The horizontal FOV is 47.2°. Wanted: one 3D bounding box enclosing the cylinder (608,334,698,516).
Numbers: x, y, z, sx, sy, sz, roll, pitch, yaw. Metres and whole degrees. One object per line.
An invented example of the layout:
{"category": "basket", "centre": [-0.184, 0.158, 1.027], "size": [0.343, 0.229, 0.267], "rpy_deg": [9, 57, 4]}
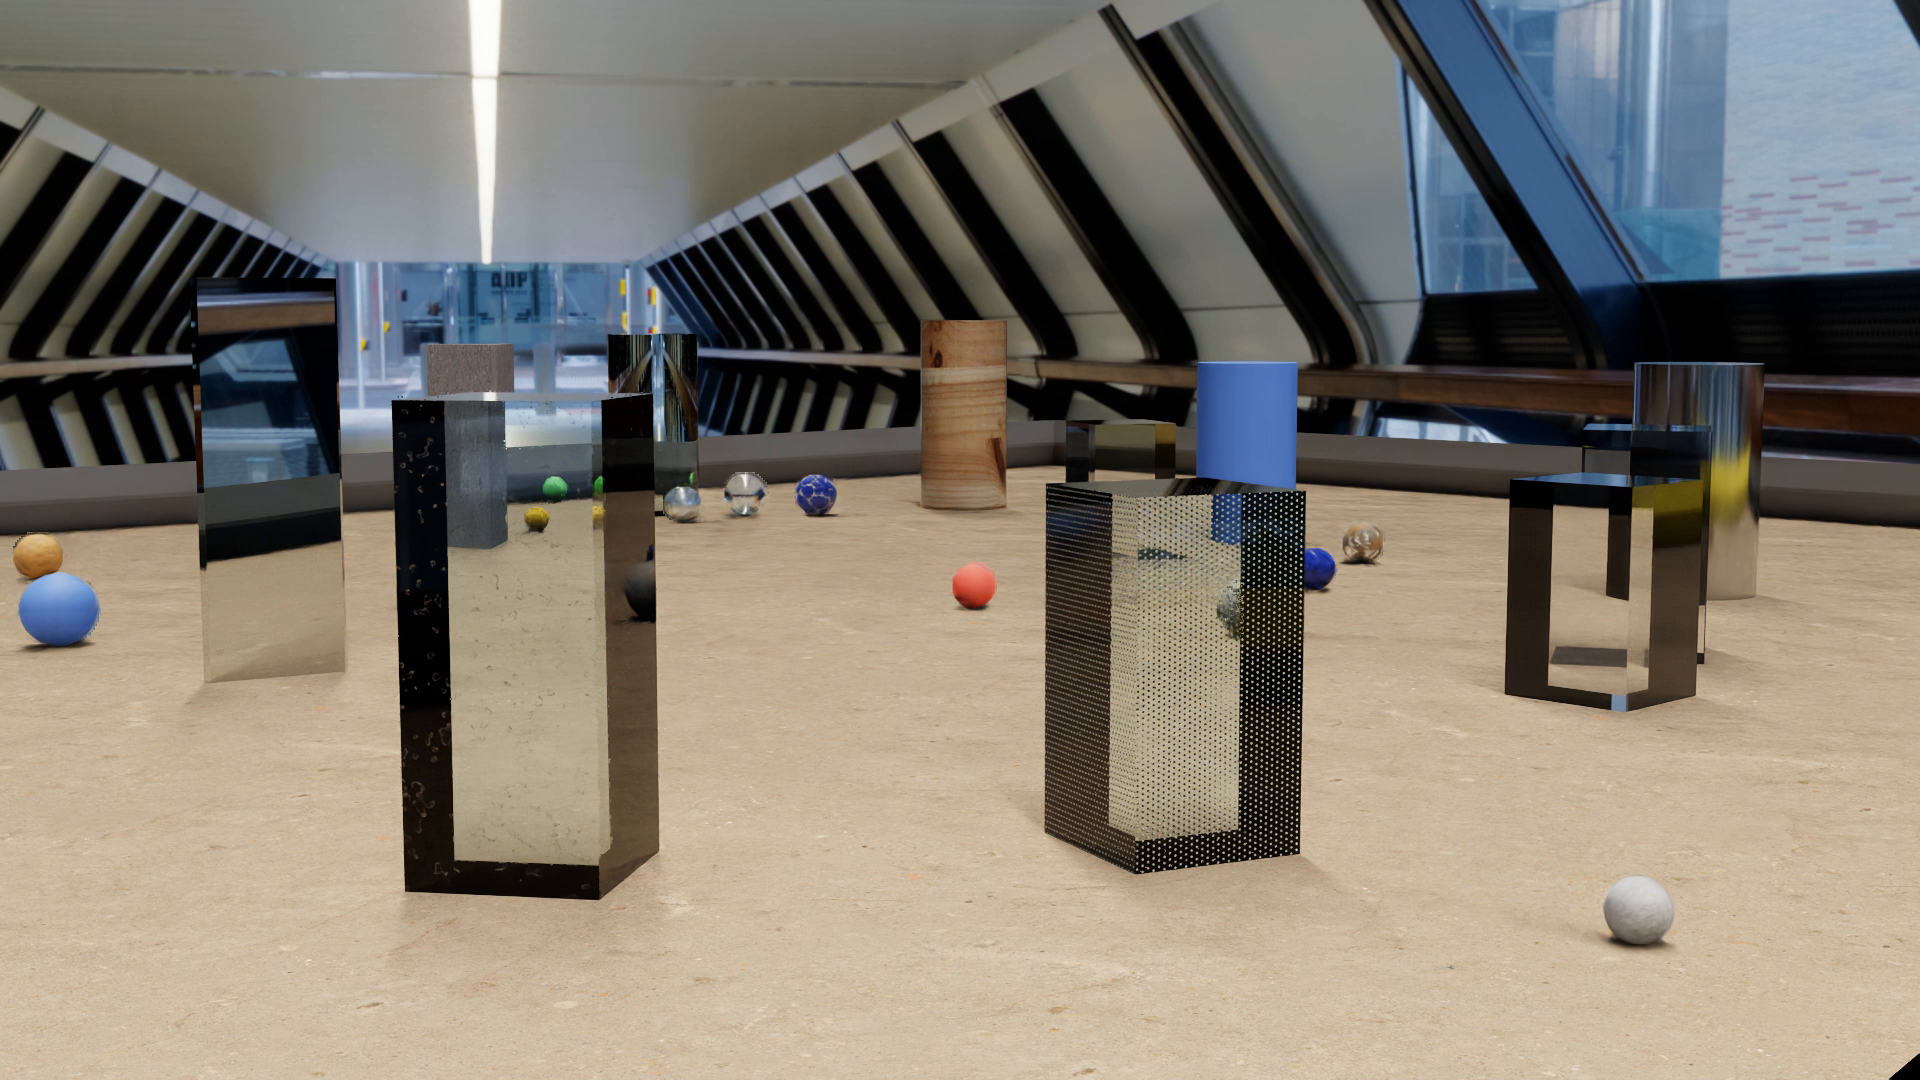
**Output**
{"category": "cylinder", "centre": [-0.670, -0.255, 4.814], "size": [0.194, 0.391, 0.194], "rpy_deg": [0, 6, 0]}

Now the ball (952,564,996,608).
{"category": "ball", "centre": [0.020, 0.069, 3.289], "size": [0.065, 0.065, 0.065], "rpy_deg": [0, 6, 0]}

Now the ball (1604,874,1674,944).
{"category": "ball", "centre": [0.478, 0.260, 1.549], "size": [0.048, 0.048, 0.048], "rpy_deg": [0, 6, 0]}

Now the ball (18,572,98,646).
{"category": "ball", "centre": [-1.196, 0.092, 2.918], "size": [0.097, 0.097, 0.097], "rpy_deg": [0, 6, 0]}

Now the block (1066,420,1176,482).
{"category": "block", "centre": [0.293, -0.097, 4.042], "size": [0.155, 0.239, 0.155], "rpy_deg": [-2, 6, -17]}

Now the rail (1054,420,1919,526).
{"category": "rail", "centre": [1.633, -0.124, 4.830], "size": [0.045, 0.126, 4.066], "rpy_deg": [-5, 8, -42]}

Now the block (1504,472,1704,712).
{"category": "block", "centre": [0.741, 0.055, 2.533], "size": [0.155, 0.250, 0.155], "rpy_deg": [-6, 8, -43]}

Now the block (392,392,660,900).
{"category": "block", "centre": [-0.337, 0.076, 1.731], "size": [0.155, 0.377, 0.155], "rpy_deg": [1, 6, 9]}

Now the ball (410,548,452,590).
{"category": "ball", "centre": [-0.841, 0.047, 3.497], "size": [0.066, 0.066, 0.066], "rpy_deg": [0, 6, 0]}

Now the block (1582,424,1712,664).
{"category": "block", "centre": [0.887, 0.001, 2.849], "size": [0.155, 0.293, 0.155], "rpy_deg": [2, 6, 18]}

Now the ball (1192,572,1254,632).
{"category": "ball", "centre": [0.364, 0.085, 3.046], "size": [0.084, 0.084, 0.084], "rpy_deg": [0, 6, 0]}

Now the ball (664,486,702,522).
{"category": "ball", "centre": [-0.581, -0.076, 4.606], "size": [0.078, 0.078, 0.078], "rpy_deg": [0, 6, 0]}

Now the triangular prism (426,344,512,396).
{"category": "triangular prism", "centre": [-0.907, -0.187, 4.232], "size": [0.168, 0.378, 0.146], "rpy_deg": [3, 7, 30]}

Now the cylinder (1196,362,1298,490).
{"category": "cylinder", "centre": [0.559, -0.176, 4.296], "size": [0.194, 0.341, 0.194], "rpy_deg": [0, 6, 0]}

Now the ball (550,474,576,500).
{"category": "ball", "centre": [-0.931, -0.123, 5.151], "size": [0.059, 0.059, 0.059], "rpy_deg": [0, 6, 0]}

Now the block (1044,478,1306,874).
{"category": "block", "centre": [0.176, 0.105, 1.825], "size": [0.155, 0.299, 0.155], "rpy_deg": [-3, 7, -25]}

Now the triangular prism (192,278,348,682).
{"category": "triangular prism", "centre": [-0.867, -0.080, 2.711], "size": [0.168, 0.482, 0.146], "rpy_deg": [-4, 7, -31]}

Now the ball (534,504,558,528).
{"category": "ball", "centre": [-0.844, -0.048, 4.485], "size": [0.049, 0.049, 0.049], "rpy_deg": [0, 6, 0]}

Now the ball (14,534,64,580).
{"category": "ball", "centre": [-1.523, 0.028, 3.634], "size": [0.076, 0.076, 0.076], "rpy_deg": [0, 6, 0]}

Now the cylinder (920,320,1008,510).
{"category": "cylinder", "centre": [0.009, -0.284, 4.953], "size": [0.194, 0.420, 0.194], "rpy_deg": [0, 6, 0]}

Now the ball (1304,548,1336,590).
{"category": "ball", "centre": [0.564, 0.046, 3.499], "size": [0.068, 0.068, 0.068], "rpy_deg": [0, 6, 0]}

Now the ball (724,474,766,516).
{"category": "ball", "centre": [-0.466, -0.099, 4.772], "size": [0.090, 0.090, 0.090], "rpy_deg": [0, 6, 0]}

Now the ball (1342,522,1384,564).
{"category": "ball", "centre": [0.709, 0.005, 3.870], "size": [0.071, 0.071, 0.071], "rpy_deg": [0, 6, 0]}

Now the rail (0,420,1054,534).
{"category": "rail", "centre": [-1.363, -0.121, 4.801], "size": [4.491, 0.126, 0.045], "rpy_deg": [-5, 8, -42]}

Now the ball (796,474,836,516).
{"category": "ball", "centre": [-0.311, -0.098, 4.763], "size": [0.090, 0.090, 0.090], "rpy_deg": [0, 6, 0]}

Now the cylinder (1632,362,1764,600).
{"category": "cylinder", "centre": [1.152, -0.096, 3.448], "size": [0.194, 0.360, 0.194], "rpy_deg": [0, 6, 0]}

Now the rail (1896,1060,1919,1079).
{"category": "rail", "centre": [1.363, 0.187, 1.863], "size": [4.491, 0.126, 0.045], "rpy_deg": [-5, 8, -42]}
